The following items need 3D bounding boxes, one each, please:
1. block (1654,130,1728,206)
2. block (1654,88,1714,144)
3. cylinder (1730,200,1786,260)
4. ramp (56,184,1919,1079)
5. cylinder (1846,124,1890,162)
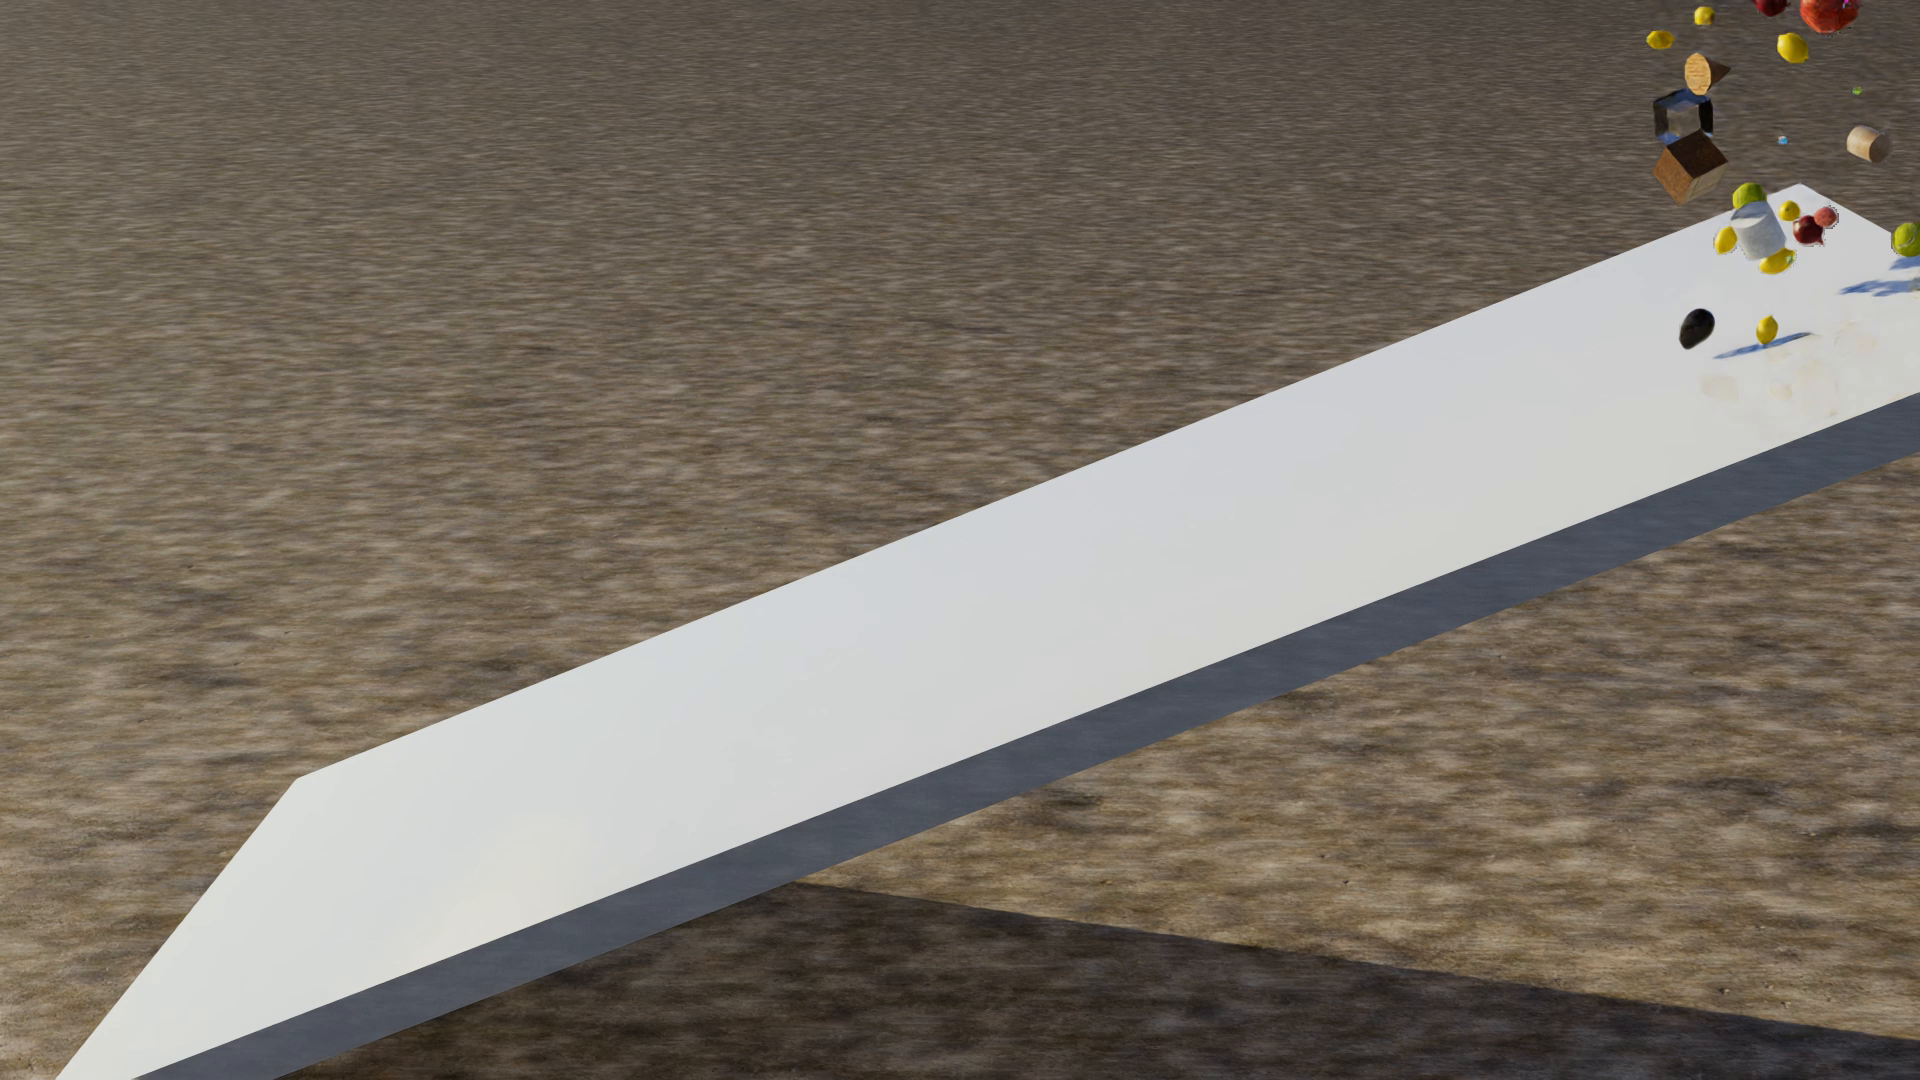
[{"bbox_3d":[1.468,-0.748,5.909,0.091,0.091,0.091,-26,66,-17],"label":"block"},{"bbox_3d":[1.467,-0.855,5.965,0.082,0.082,0.082,-24,33,-18],"label":"block"},{"bbox_3d":[1.592,-0.618,5.866,0.083,0.083,0.083,-27,30,17],"label":"cylinder"},{"bbox_3d":[0.127,0.172,6.288,4.000,0.100,2.000,-22,12,8],"label":"ramp"},{"bbox_3d":[1.814,-0.791,5.871,0.060,0.060,0.060,-8,29,-30],"label":"cylinder"}]
